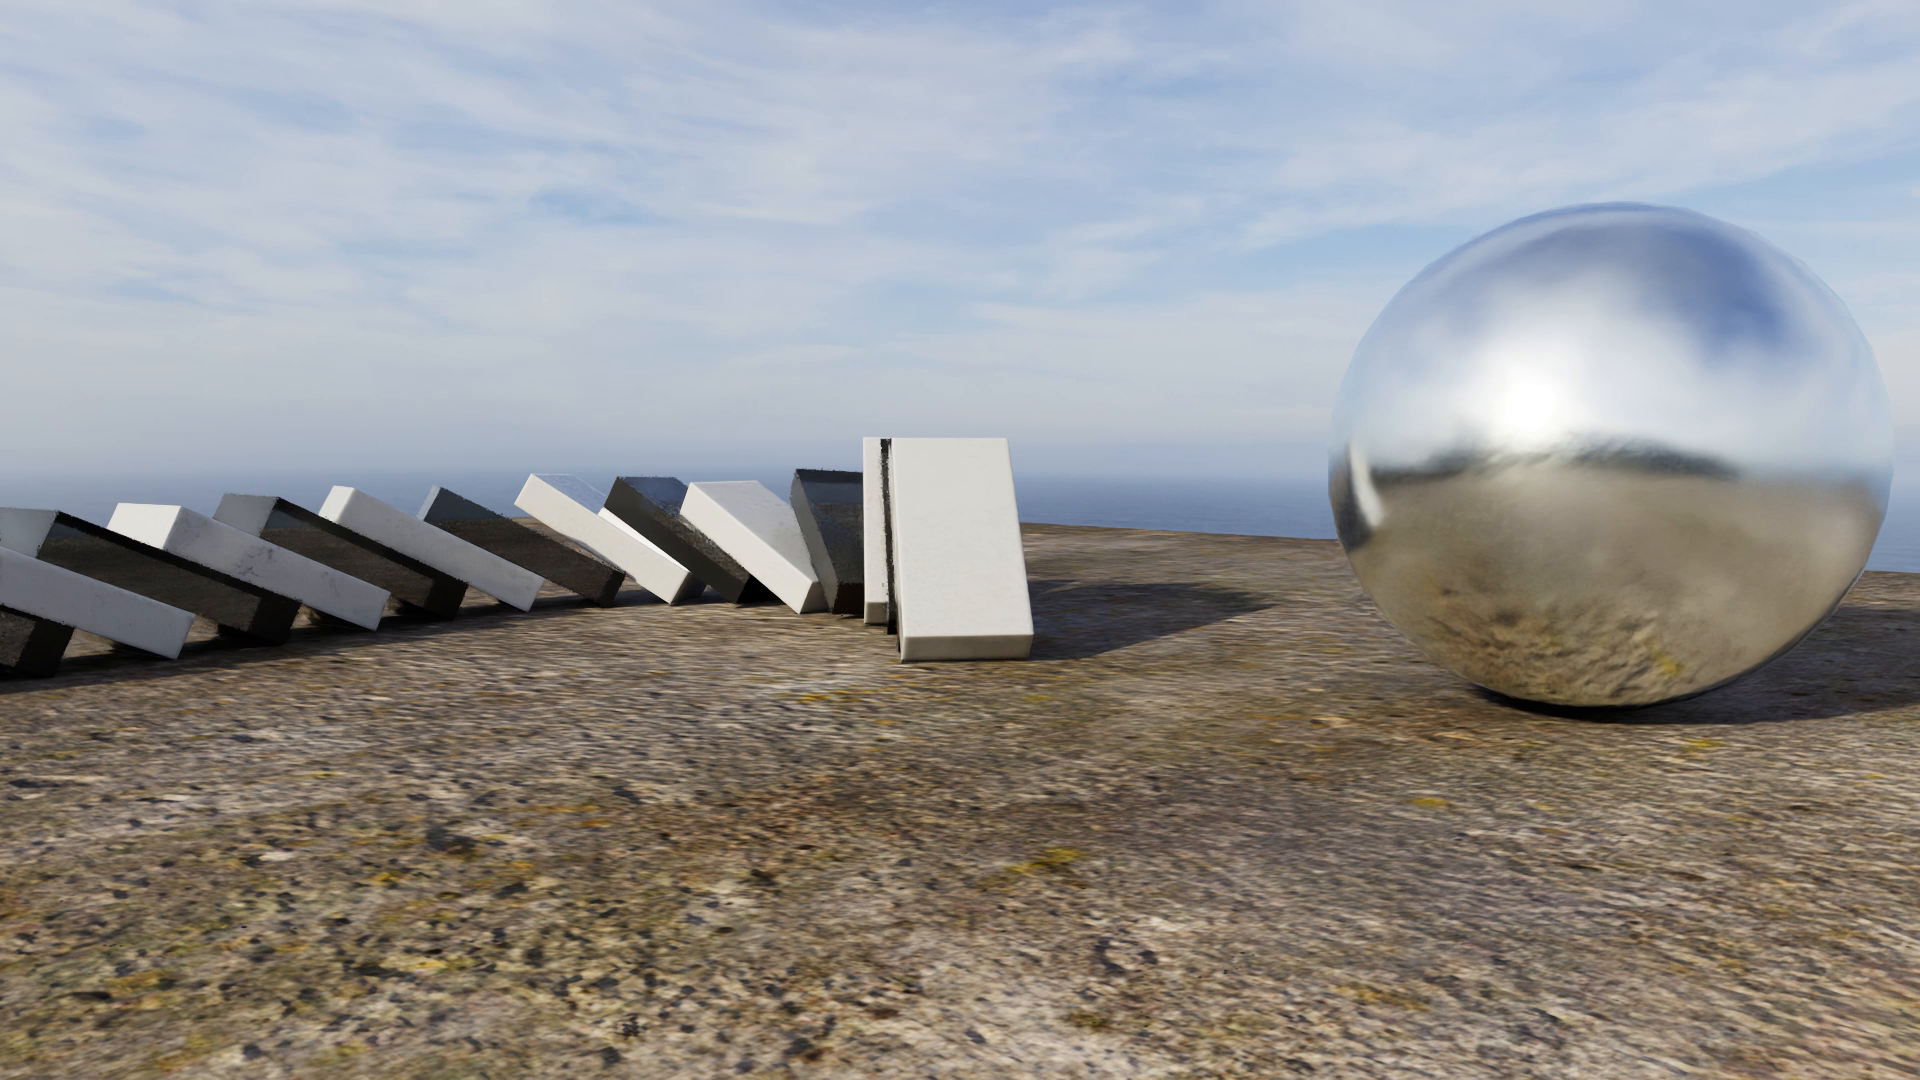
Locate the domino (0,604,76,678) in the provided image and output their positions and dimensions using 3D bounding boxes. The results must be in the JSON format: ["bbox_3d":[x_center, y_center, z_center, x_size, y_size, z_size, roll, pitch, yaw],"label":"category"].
[{"bbox_3d":[-0.187,0.011,0.223,0.025,0.010,0.050,3,-21,33],"label":"domino"}]

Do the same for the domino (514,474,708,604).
[{"bbox_3d":[-0.093,-0.001,0.350,0.050,0.010,0.025,32,6,5],"label":"domino"}]

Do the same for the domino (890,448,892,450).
[{"bbox_3d":[-0.002,-0.001,0.288,0.025,0.050,0.010,-1,-37,-7],"label":"domino"}]

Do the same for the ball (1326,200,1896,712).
[{"bbox_3d":[0.100,-0.013,0.205,0.080,0.080,0.080,0,4,0],"label":"ball"}]

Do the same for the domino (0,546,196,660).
[{"bbox_3d":[-0.176,0.009,0.241,0.025,0.010,0.050,3,-21,32],"label":"domino"}]

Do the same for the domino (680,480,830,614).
[{"bbox_3d":[-0.049,0.001,0.341,0.050,0.009,0.025,36,24,29],"label":"domino"}]

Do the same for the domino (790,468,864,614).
[{"bbox_3d":[-0.026,0.000,0.331,0.025,0.010,0.050,2,35,-23],"label":"domino"}]

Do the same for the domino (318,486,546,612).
[{"bbox_3d":[-0.132,0.002,0.320,0.050,0.010,0.025,31,-15,-32],"label":"domino"}]

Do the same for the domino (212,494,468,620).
[{"bbox_3d":[-0.144,0.005,0.299,0.025,0.009,0.050,3,-22,37],"label":"domino"}]

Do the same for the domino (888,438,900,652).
[{"bbox_3d":[-0.002,0.000,0.275,0.025,0.050,0.009,-1,-37,-7],"label":"domino"}]

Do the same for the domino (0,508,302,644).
[{"bbox_3d":[-0.165,0.008,0.260,0.025,0.010,0.050,3,-21,32],"label":"domino"}]

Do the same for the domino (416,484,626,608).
[{"bbox_3d":[-0.114,0.002,0.334,0.050,0.010,0.025,29,-9,-25],"label":"domino"}]

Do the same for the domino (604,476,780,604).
[{"bbox_3d":[-0.070,-0.001,0.351,0.050,0.009,0.025,34,15,21],"label":"domino"}]

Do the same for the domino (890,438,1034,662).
[{"bbox_3d":[-0.001,0.001,0.263,0.025,0.050,0.009,-1,-37,-7],"label":"domino"}]

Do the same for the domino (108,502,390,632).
[{"bbox_3d":[-0.154,0.007,0.280,0.025,0.009,0.050,3,-21,32],"label":"domino"}]

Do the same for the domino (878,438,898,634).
[{"bbox_3d":[-0.005,-0.002,0.300,0.025,0.050,0.010,0,-37,-7],"label":"domino"}]

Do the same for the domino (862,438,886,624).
[{"bbox_3d":[-0.011,-0.003,0.312,0.025,0.050,0.009,1,-37,-6],"label":"domino"}]
